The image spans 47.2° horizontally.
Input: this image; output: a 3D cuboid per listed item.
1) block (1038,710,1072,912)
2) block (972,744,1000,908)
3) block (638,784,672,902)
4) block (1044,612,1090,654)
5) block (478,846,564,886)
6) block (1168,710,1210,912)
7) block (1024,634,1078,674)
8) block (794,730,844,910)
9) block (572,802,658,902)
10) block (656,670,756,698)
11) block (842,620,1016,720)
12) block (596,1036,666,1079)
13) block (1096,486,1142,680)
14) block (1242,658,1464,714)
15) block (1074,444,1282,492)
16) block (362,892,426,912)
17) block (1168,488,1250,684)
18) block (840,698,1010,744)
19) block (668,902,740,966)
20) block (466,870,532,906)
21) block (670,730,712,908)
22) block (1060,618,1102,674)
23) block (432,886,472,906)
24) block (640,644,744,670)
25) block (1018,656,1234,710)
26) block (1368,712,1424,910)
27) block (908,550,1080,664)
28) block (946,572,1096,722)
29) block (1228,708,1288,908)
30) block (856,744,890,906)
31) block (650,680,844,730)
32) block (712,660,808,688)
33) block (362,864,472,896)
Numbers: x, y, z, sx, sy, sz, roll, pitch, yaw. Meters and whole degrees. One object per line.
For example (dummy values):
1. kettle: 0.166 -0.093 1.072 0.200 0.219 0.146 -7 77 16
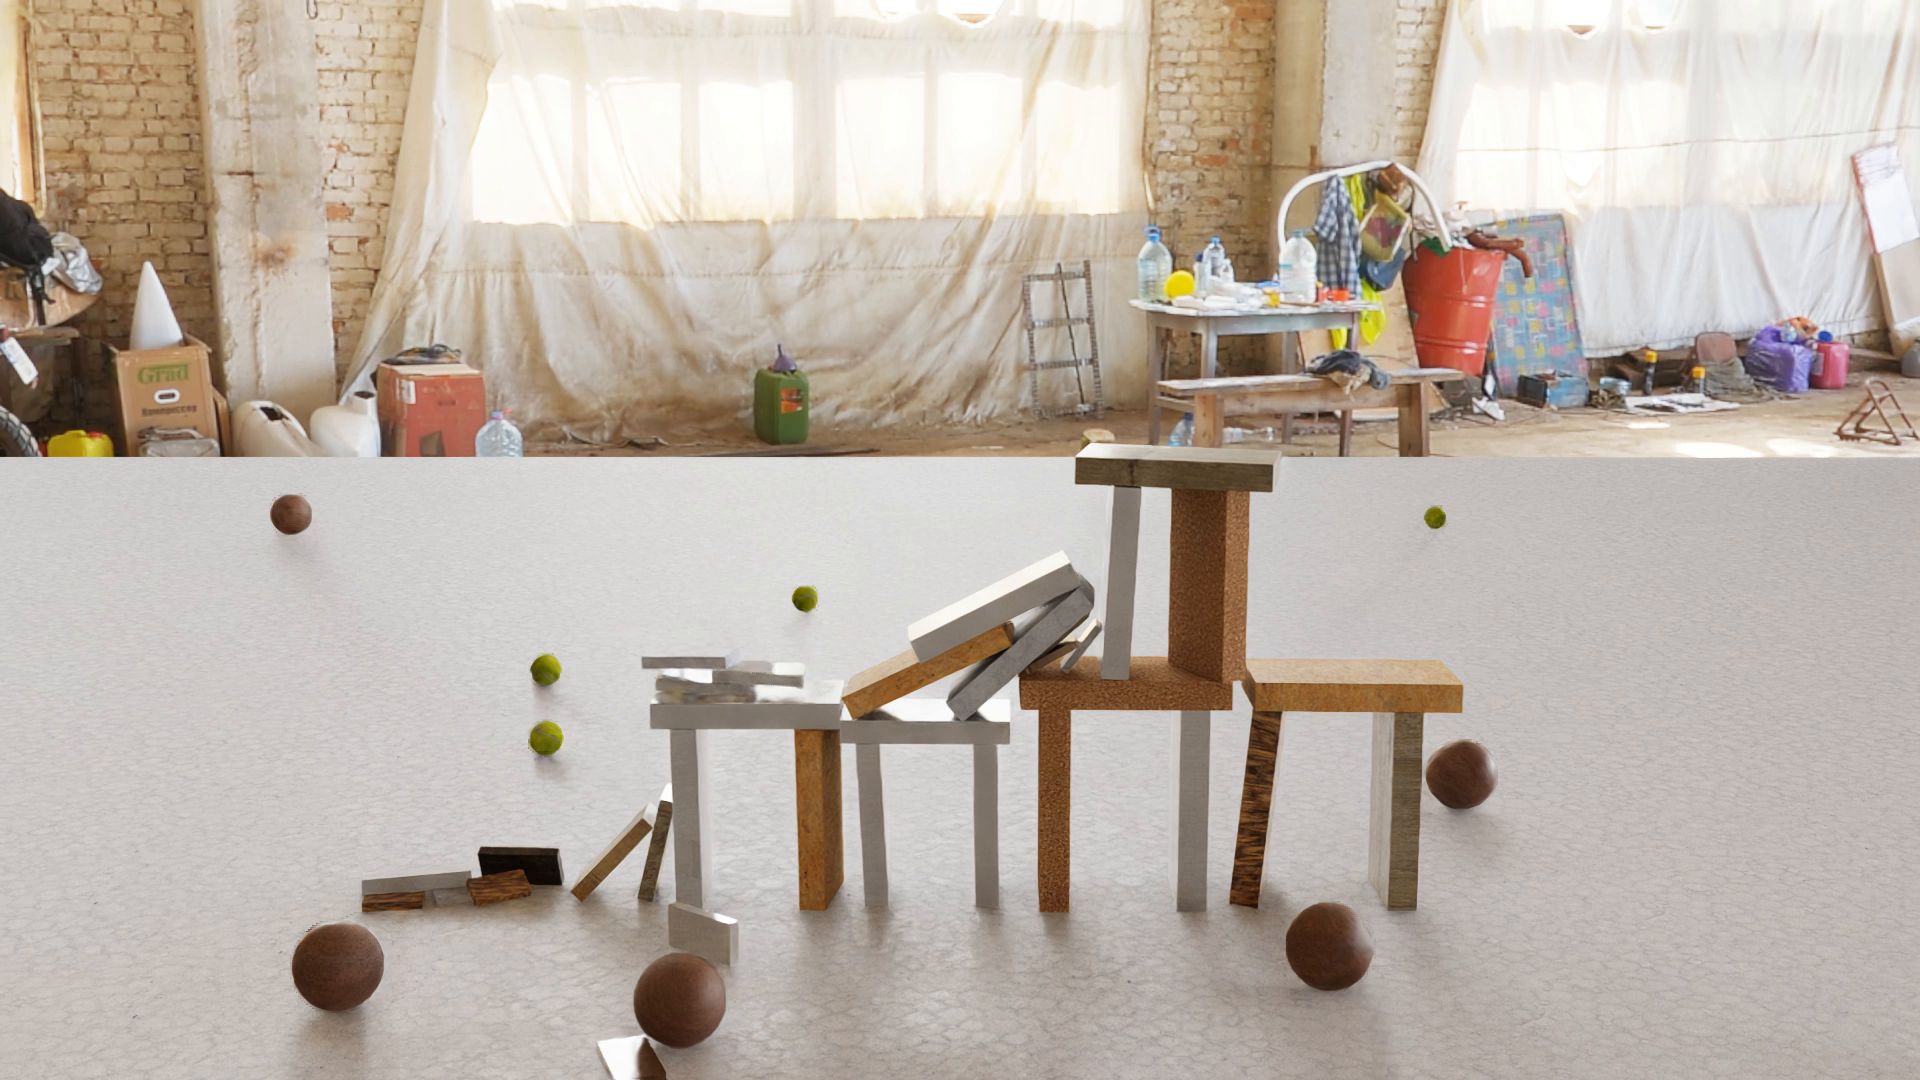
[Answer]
1. block: 0.155 0.424 3.633 0.048 0.339 0.170 0 11 1
2. block: 0.044 0.454 3.647 0.039 0.275 0.138 -1 11 1
3. block: -0.499 0.503 3.654 0.025 0.176 0.088 14 10 -3
4. block: 0.172 0.144 3.569 0.094 0.013 0.047 -41 5 14
5. block: -0.738 0.549 3.701 0.135 0.068 0.019 1 34 4
6. block: 0.378 0.424 3.635 0.048 0.339 0.170 0 11 1
7. block: 0.148 0.185 3.567 0.094 0.013 0.047 -29 8 7
8. block: -0.231 0.441 3.635 0.043 0.304 0.152 1 11 9
9. block: -0.572 0.518 3.658 0.025 0.176 0.088 43 8 -7
10. block: -0.416 0.234 3.611 0.149 0.021 0.075 4 11 12
11. block: -0.050 0.199 3.598 0.285 0.040 0.143 -25 8 8
12. block: -0.445 0.709 2.975 0.067 0.019 0.135 -4 11 -20
13. block: 0.257 0.057 3.562 0.044 0.311 0.156 3 11 0
14. block: 0.639 0.238 3.605 0.333 0.047 0.166 1 11 -1
15. block: 0.351 -0.116 3.520 0.311 0.044 0.156 3 11 12
16. block: -0.930 0.594 3.611 0.096 0.014 0.048 -2 11 -8
17. block: 0.400 0.060 3.546 0.044 0.311 0.156 -5 12 -28
18. block: -0.055 0.298 3.619 0.275 0.039 0.138 0 11 0
19. block: -0.396 0.607 3.393 0.135 0.068 0.019 8 13 38
20. block: -0.764 0.576 3.643 0.096 0.014 0.048 -6 45 -31
21. block: -0.444 0.441 3.639 0.043 0.304 0.152 -1 11 0
22. block: 0.197 0.172 3.572 0.013 0.094 0.047 37 9 -5
23. block: -0.825 0.587 3.650 0.096 0.014 0.048 -4 11 -20
24. block: -0.439 0.192 3.611 0.149 0.021 0.075 -1 12 18
25. block: 0.267 0.234 3.598 0.339 0.048 0.170 0 11 1
26. block: 0.720 0.426 3.639 0.047 0.333 0.167 0 11 -1
27. block: 0.053 0.107 3.568 0.285 0.040 0.143 -26 8 1
28. block: 0.100 0.172 3.582 0.285 0.040 0.143 -42 5 10
29. block: 0.498 0.422 3.651 0.047 0.333 0.167 8 12 12
30. block: -0.143 0.453 3.648 0.039 0.275 0.138 -3 11 0
31. block: -0.345 0.269 3.608 0.304 0.043 0.152 0 11 0
32. block: -0.327 0.218 3.598 0.149 0.021 0.075 3 11 0
33. block: -0.907 0.567 3.677 0.176 0.025 0.088 -3 1 -14
